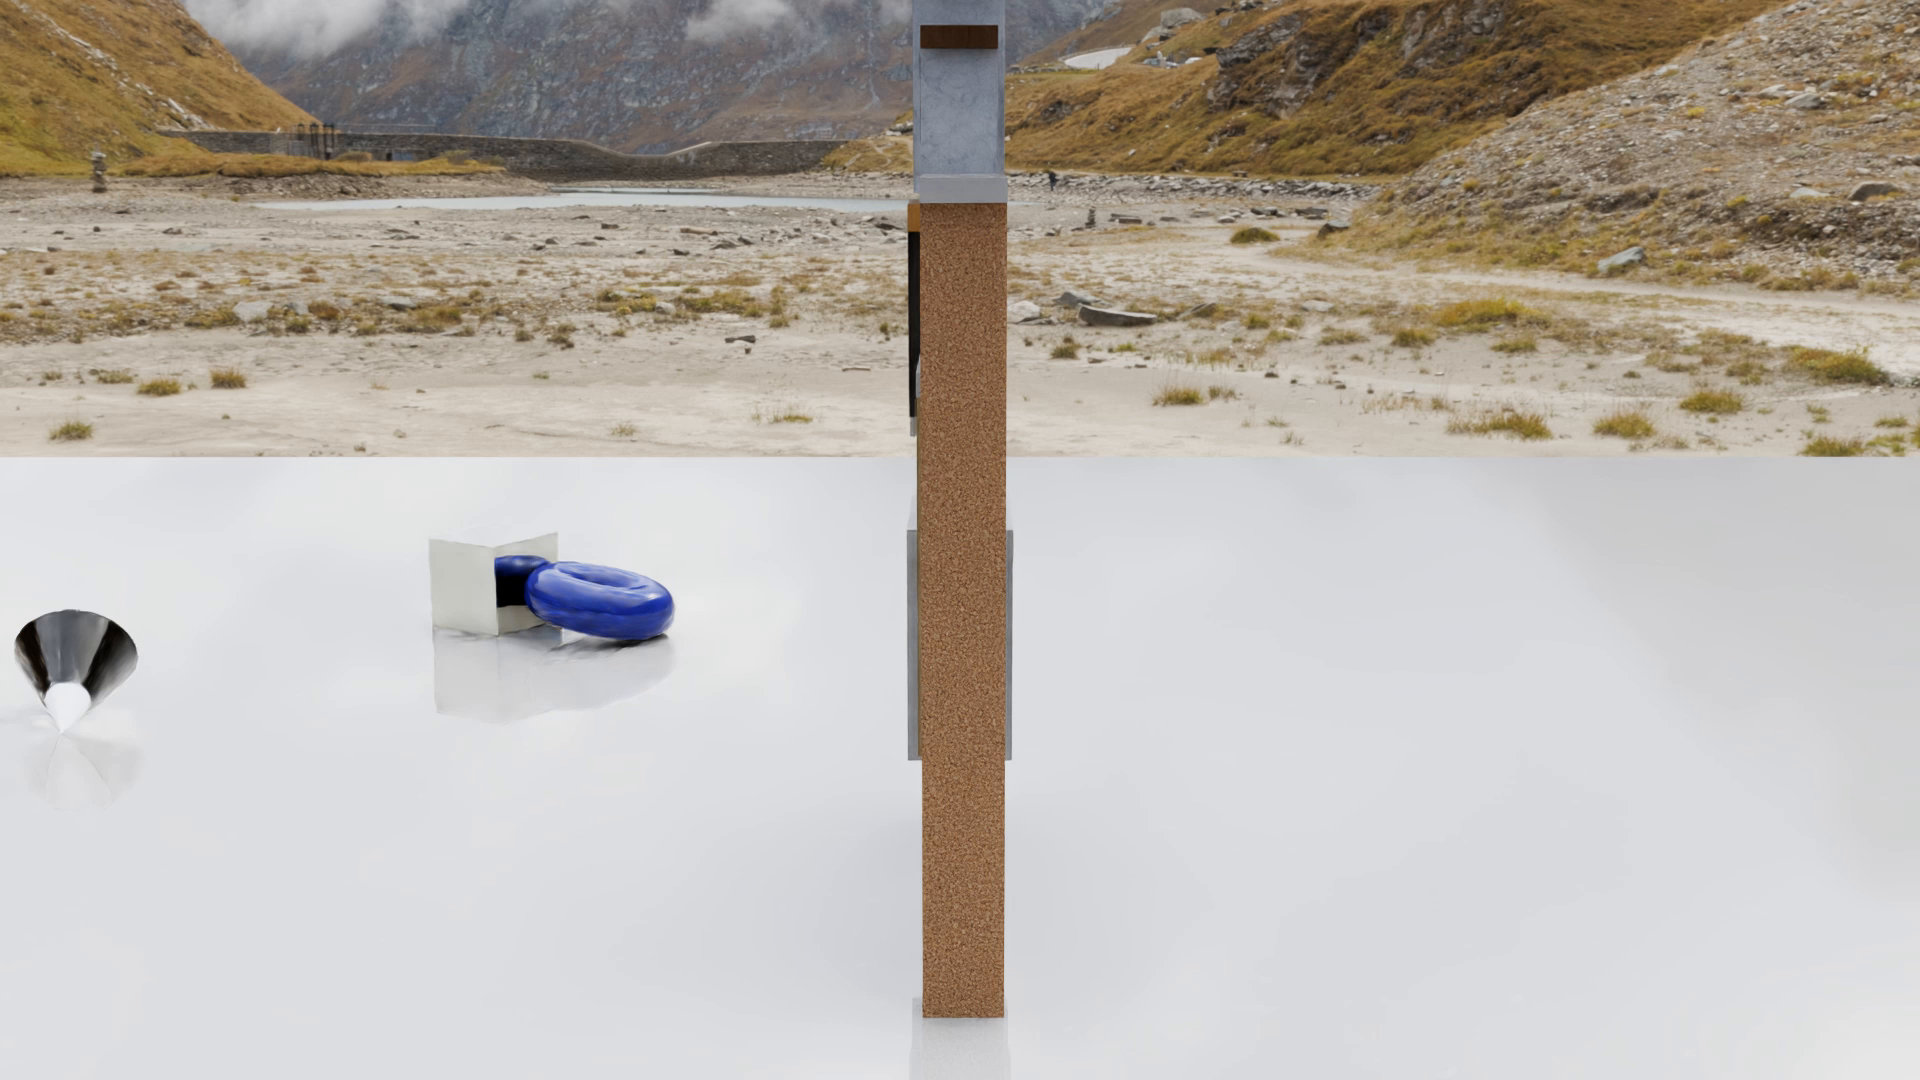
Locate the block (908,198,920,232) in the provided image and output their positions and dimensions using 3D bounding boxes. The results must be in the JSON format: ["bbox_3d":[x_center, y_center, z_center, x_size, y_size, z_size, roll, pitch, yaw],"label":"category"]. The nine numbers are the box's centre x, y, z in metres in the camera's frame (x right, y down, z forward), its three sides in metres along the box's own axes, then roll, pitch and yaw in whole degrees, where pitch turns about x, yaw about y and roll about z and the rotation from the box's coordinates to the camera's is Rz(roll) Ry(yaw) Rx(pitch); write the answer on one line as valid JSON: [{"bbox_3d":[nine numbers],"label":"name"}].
[{"bbox_3d":[-0.010,-0.501,3.382,0.140,0.040,0.280,0,10,-1],"label":"block"}]

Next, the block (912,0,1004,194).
[{"bbox_3d":[-0.002,-0.738,3.592,0.149,0.338,0.042,0,11,0],"label":"block"}]

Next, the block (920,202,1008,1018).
[{"bbox_3d":[0.005,0.114,3.066,0.117,1.157,0.033,0,11,0],"label":"block"}]

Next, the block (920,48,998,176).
[{"bbox_3d":[-0.002,-0.487,3.196,0.110,0.442,0.031,0,10,0],"label":"block"}]

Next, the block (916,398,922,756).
[{"bbox_3d":[0.001,0.052,3.130,0.122,0.521,0.035,0,10,0],"label":"block"}]

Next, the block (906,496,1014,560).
[{"bbox_3d":[0.000,-0.023,3.599,0.167,0.047,0.335,0,11,0],"label":"block"}]

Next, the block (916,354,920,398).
[{"bbox_3d":[0.000,-0.237,3.160,0.122,0.035,0.245,0,11,0],"label":"block"}]

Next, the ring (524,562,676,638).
[{"bbox_3d":[-0.907,0.152,5.542,0.384,0.128,0.384,12,8,-2],"label":"ring"}]

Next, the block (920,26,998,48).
[{"bbox_3d":[-0.003,-0.733,3.226,0.110,0.031,0.221,0,10,-1],"label":"block"}]

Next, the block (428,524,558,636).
[{"bbox_3d":[-1.198,0.100,5.667,0.231,0.231,0.231,7,13,32],"label":"block"}]

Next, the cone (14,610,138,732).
[{"bbox_3d":[-1.925,0.331,4.749,0.256,0.256,0.256,-2,38,-12],"label":"cone"}]

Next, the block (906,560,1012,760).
[{"bbox_3d":[0.000,0.185,3.524,0.167,0.335,0.047,0,11,0],"label":"block"}]

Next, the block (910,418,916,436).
[{"bbox_3d":[-0.011,-0.334,3.508,0.140,0.334,0.040,0,11,-1],"label":"block"}]

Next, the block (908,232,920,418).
[{"bbox_3d":[-0.008,-0.327,3.320,0.140,0.280,0.040,0,11,0],"label":"block"}]

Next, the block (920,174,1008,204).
[{"bbox_3d":[0.004,-0.486,3.034,0.117,0.033,0.234,0,11,0],"label":"block"}]
